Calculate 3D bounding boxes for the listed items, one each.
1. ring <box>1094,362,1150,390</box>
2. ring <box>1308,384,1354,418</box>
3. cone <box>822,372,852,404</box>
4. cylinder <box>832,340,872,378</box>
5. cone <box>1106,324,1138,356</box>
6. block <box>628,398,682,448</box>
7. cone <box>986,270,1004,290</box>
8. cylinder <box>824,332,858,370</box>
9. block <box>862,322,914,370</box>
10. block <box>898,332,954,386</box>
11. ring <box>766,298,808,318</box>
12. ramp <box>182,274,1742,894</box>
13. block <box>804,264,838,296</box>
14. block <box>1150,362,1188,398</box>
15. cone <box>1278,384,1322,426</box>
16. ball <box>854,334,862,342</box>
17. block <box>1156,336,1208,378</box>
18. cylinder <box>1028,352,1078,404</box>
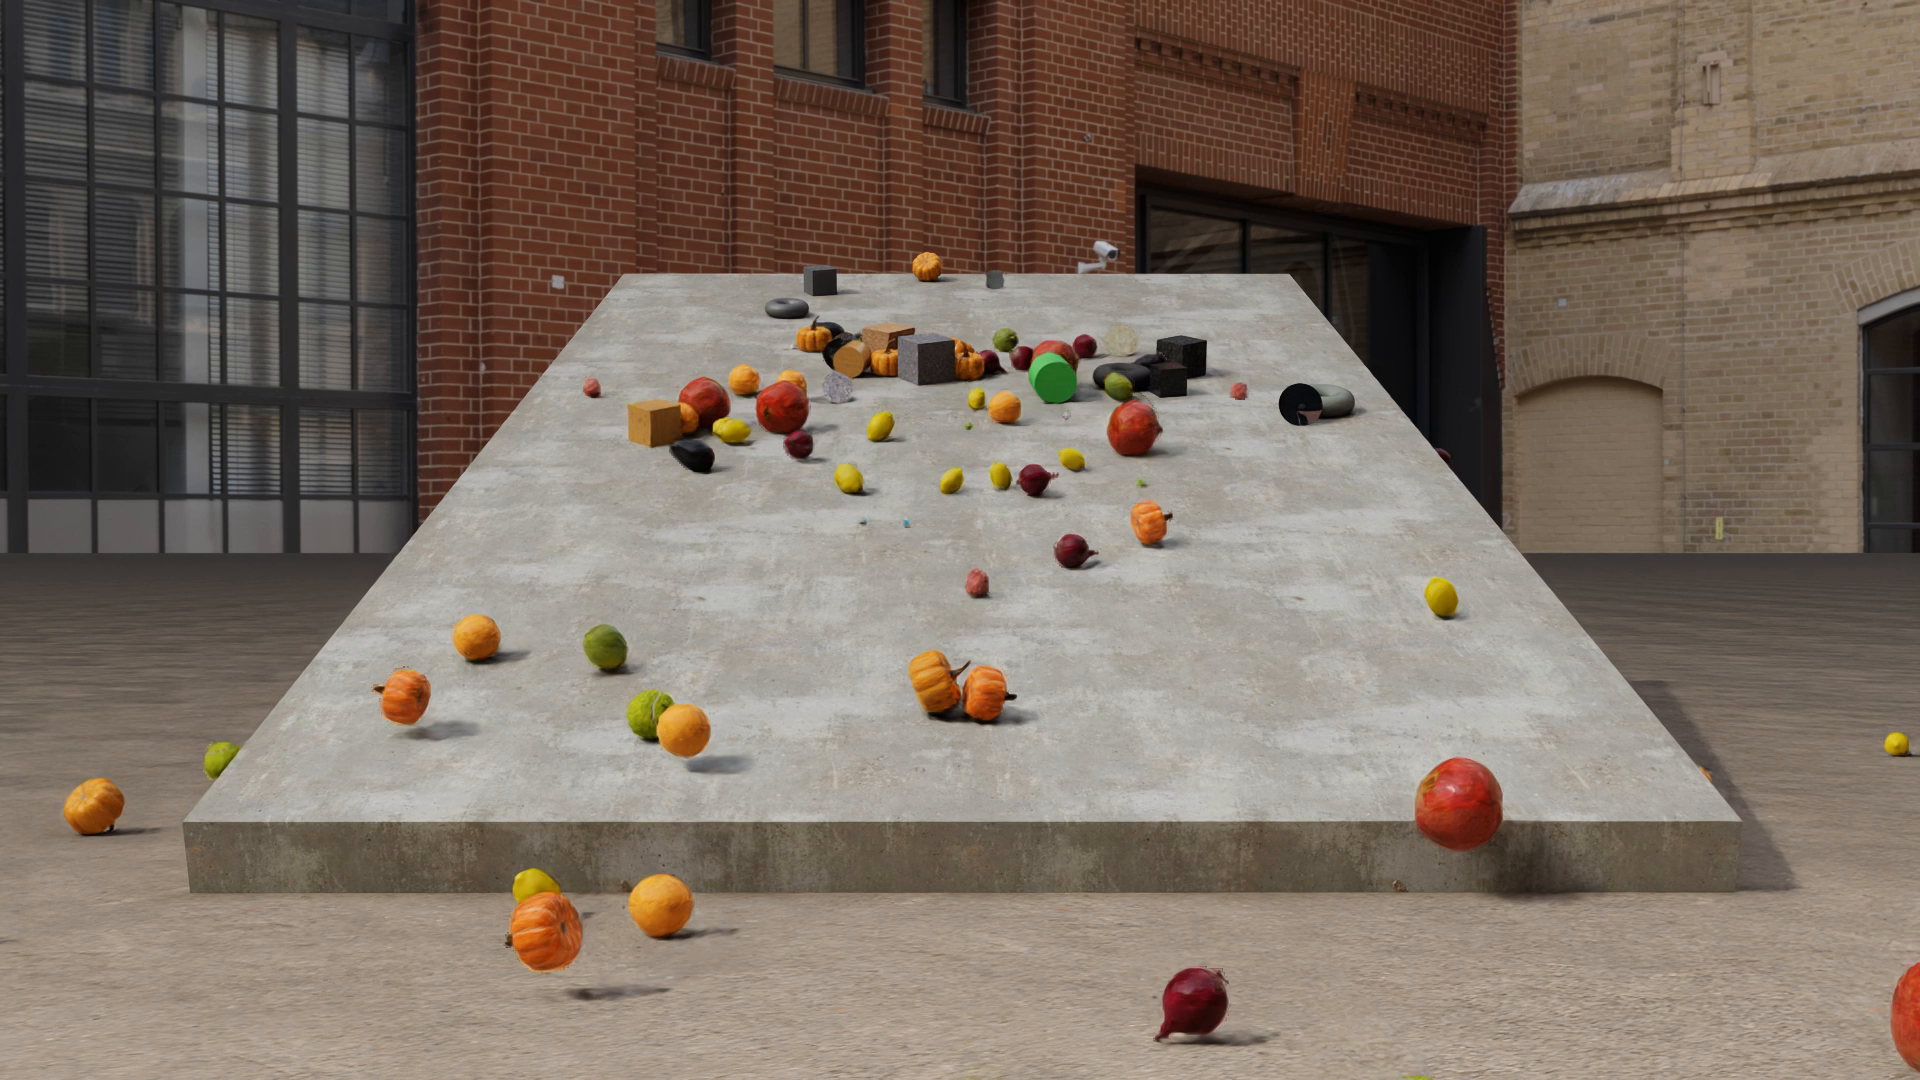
[{"bbox_3d":[0.383,-0.384,5.222,0.141,0.047,0.141,1,16,0],"label":"ring"},{"bbox_3d":[0.812,-0.312,4.982,0.147,0.049,0.147,0,21,0],"label":"ring"},{"bbox_3d":[-0.293,-0.341,5.101,0.074,0.074,0.074,0,-11,-22],"label":"cone"},{"bbox_3d":[-0.258,-0.434,5.333,0.077,0.077,0.077,0,16,13],"label":"cylinder"},{"bbox_3d":[0.404,-0.493,5.598,0.083,0.083,0.083,0,-10,-2],"label":"cone"},{"bbox_3d":[-0.648,-0.248,4.713,0.080,0.080,0.080,-15,23,-41],"label":"block"},{"bbox_3d":[0.089,-0.750,6.462,0.059,0.059,0.059,0,-12,-26],"label":"cone"},{"bbox_3d":[-0.286,-0.460,5.415,0.078,0.078,0.078,0,16,12],"label":"cylinder"},{"bbox_3d":[-0.175,-0.475,5.443,0.092,0.092,0.092,15,22,40],"label":"block"},{"bbox_3d":[-0.080,-0.431,5.284,0.100,0.100,0.100,-9,19,-28],"label":"block"},{"bbox_3d":[-0.471,-0.631,6.048,0.120,0.040,0.120,1,18,0],"label":"ring"},{"bbox_3d":[-0.003,-0.172,4.774,2.000,0.100,4.000,0,17,0],"label":"ramp"},{"bbox_3d":[-0.400,-0.743,6.357,0.073,0.073,0.073,-8,18,-24],"label":"block"},{"bbox_3d":[0.483,-0.371,5.147,0.066,0.066,0.066,-5,18,-17],"label":"block"},{"bbox_3d":[0.748,-0.289,4.917,0.096,0.096,0.096,0,-10,1],"label":"cone"},{"bbox_3d":[-0.249,-0.476,5.483,0.070,0.070,0.070,0,0,0],"label":"ball"},{"bbox_3d":[0.532,-0.439,5.338,0.085,0.085,0.085,-15,22,-40],"label":"block"},{"bbox_3d":[0.213,-0.372,5.094,0.098,0.098,0.098,0,17,-7],"label":"cylinder"}]
